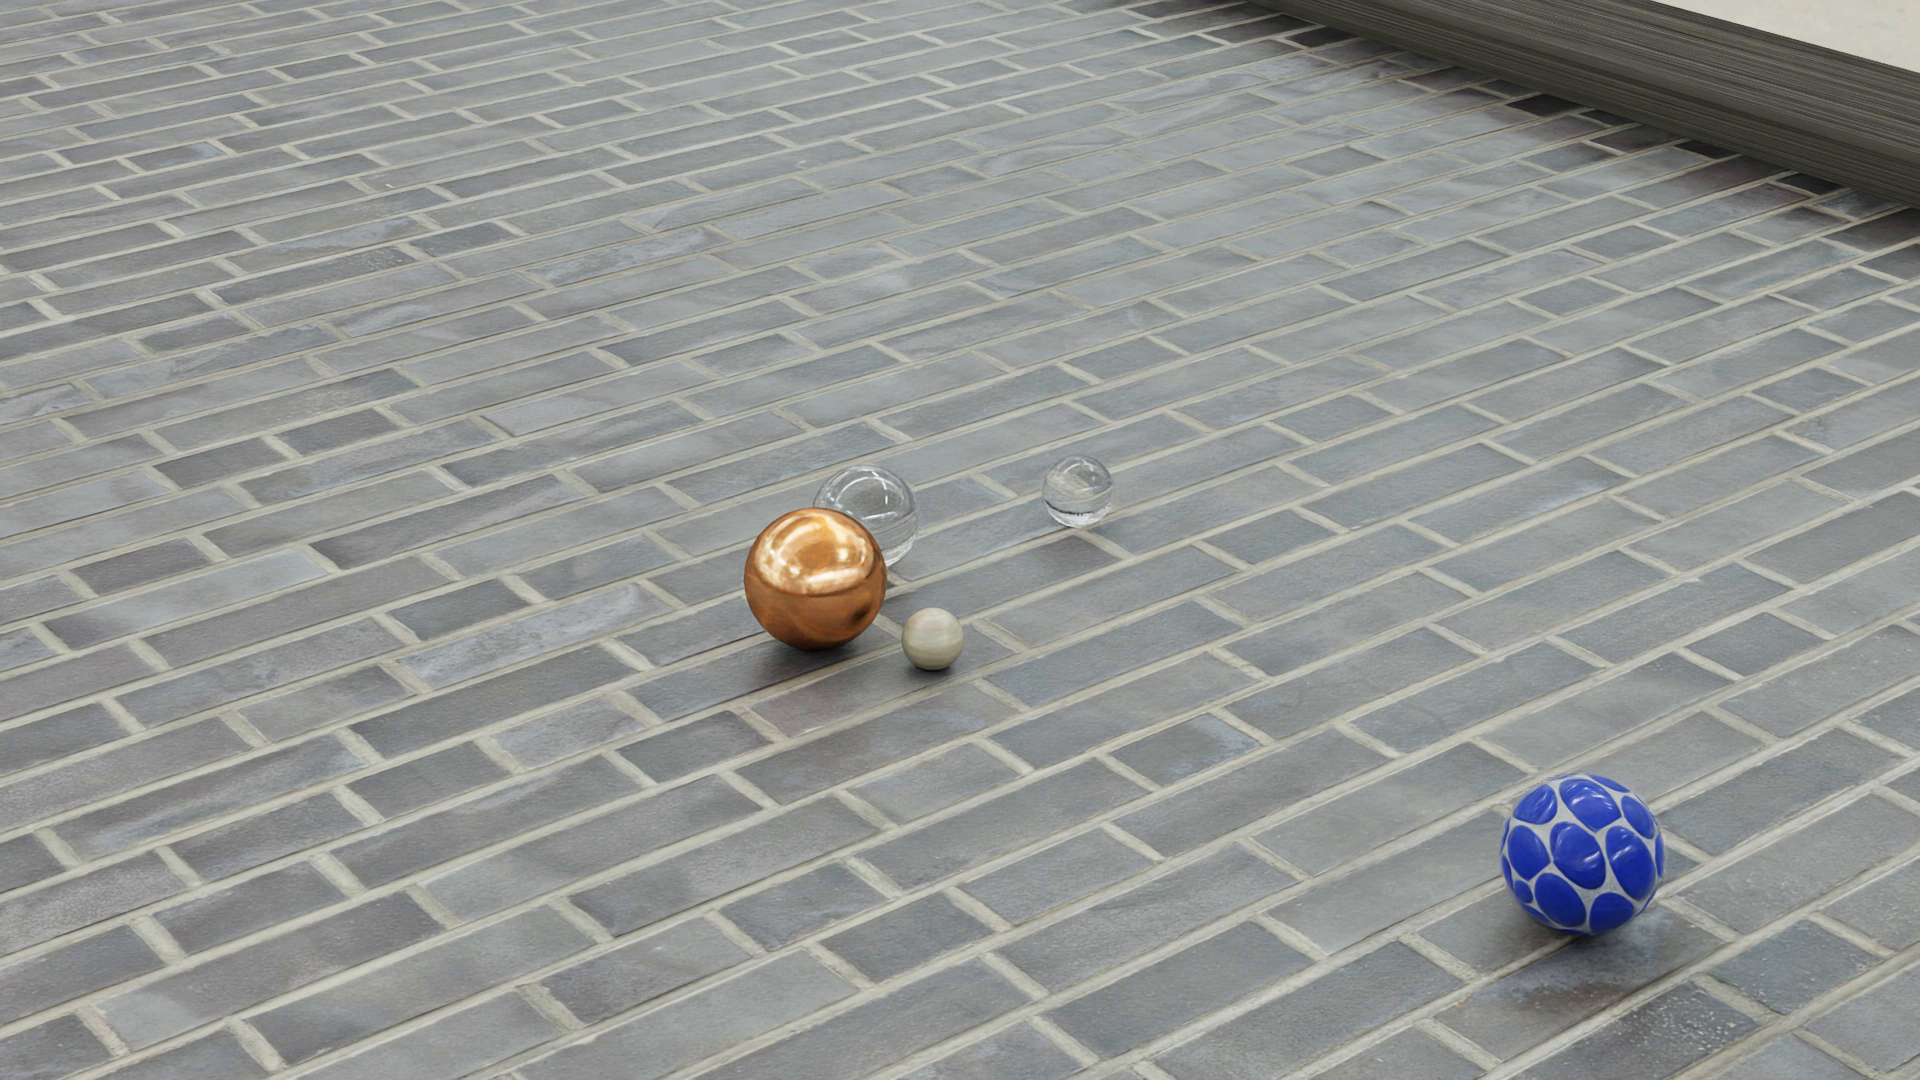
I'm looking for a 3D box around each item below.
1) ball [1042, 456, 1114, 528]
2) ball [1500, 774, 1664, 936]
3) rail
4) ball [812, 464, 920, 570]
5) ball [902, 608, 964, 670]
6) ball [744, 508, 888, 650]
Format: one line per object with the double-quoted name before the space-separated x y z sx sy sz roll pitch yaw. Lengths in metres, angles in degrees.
"ball" 0.088 -0.036 2.195 0.054 0.054 0.054 0 26 0
"ball" 0.359 0.182 1.696 0.093 0.093 0.093 0 26 0
"rail" 0.315 -0.707 3.501 0.045 0.129 4.183 -19 31 -34
"ball" -0.069 -0.015 2.121 0.079 0.079 0.079 0 26 0
"ball" -0.018 0.067 1.992 0.043 0.043 0.043 0 26 0
"ball" -0.099 0.027 2.012 0.098 0.098 0.098 0 26 0
